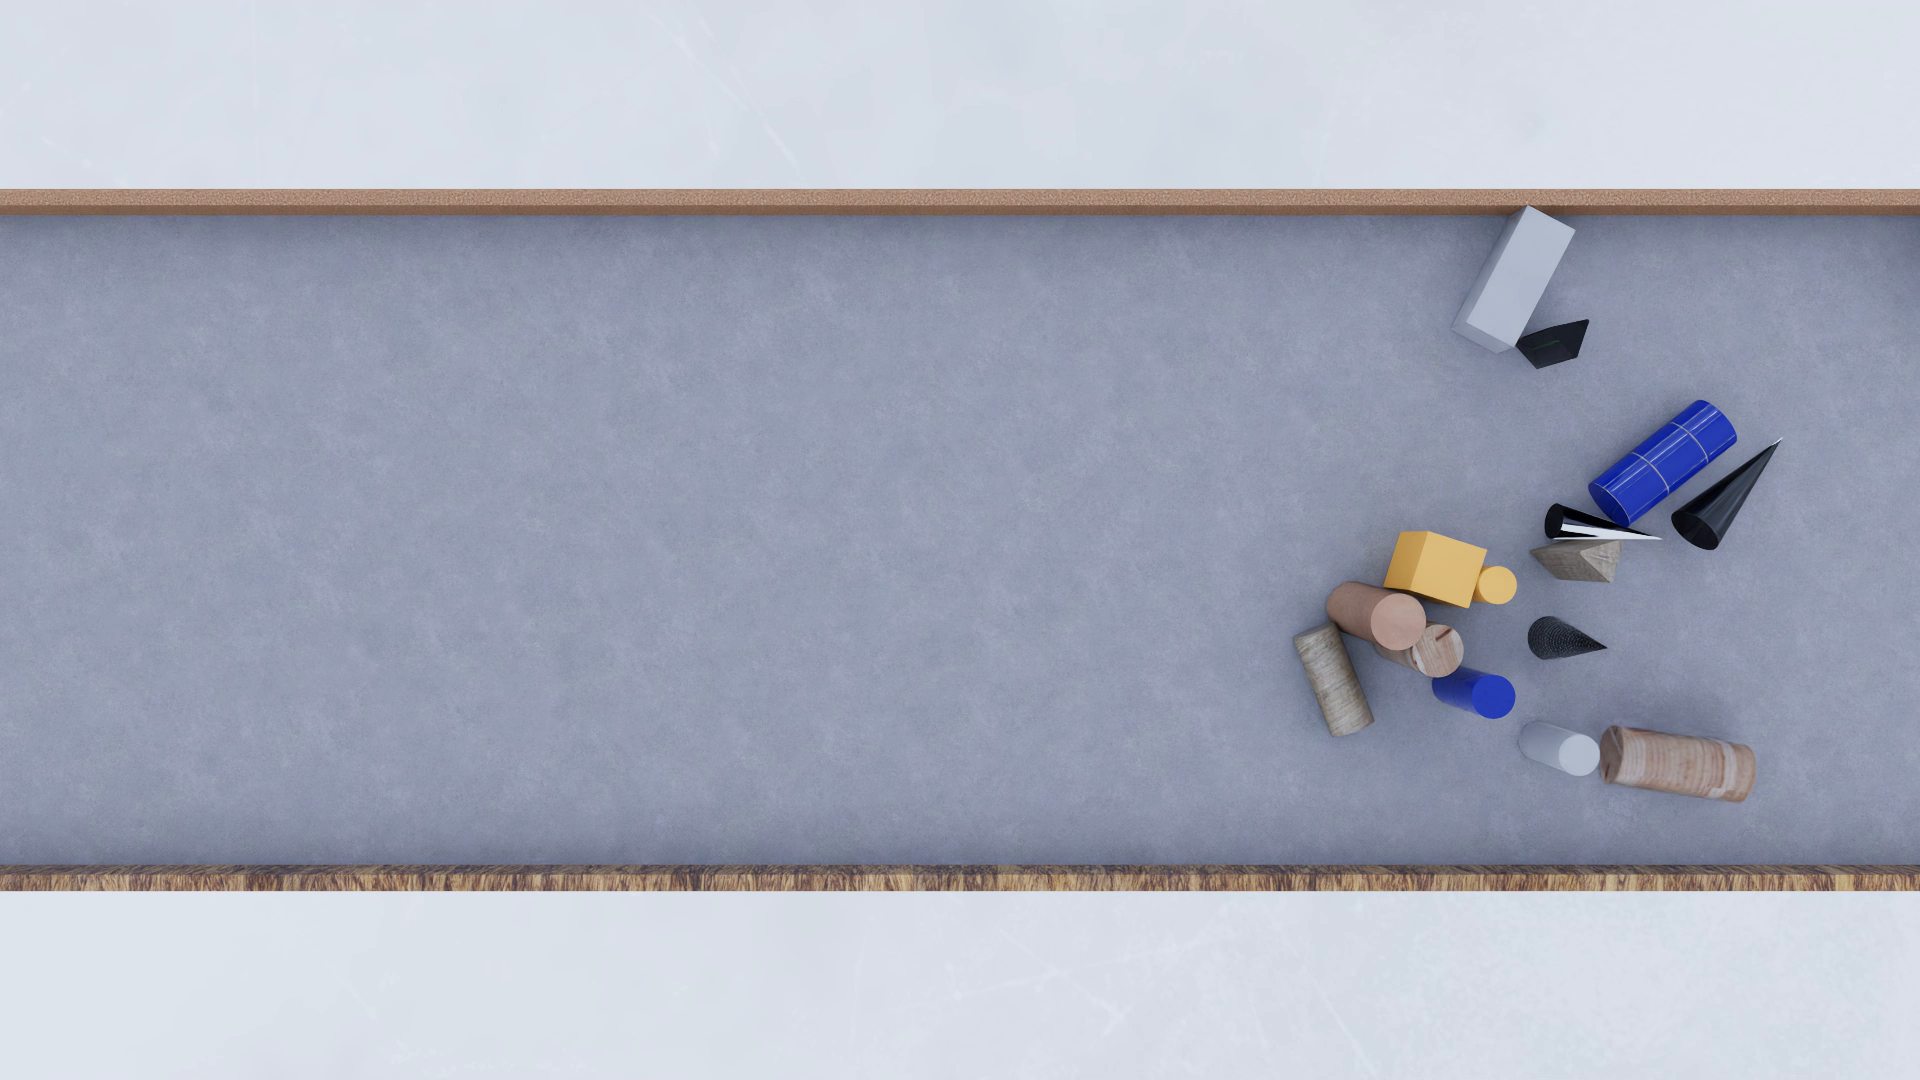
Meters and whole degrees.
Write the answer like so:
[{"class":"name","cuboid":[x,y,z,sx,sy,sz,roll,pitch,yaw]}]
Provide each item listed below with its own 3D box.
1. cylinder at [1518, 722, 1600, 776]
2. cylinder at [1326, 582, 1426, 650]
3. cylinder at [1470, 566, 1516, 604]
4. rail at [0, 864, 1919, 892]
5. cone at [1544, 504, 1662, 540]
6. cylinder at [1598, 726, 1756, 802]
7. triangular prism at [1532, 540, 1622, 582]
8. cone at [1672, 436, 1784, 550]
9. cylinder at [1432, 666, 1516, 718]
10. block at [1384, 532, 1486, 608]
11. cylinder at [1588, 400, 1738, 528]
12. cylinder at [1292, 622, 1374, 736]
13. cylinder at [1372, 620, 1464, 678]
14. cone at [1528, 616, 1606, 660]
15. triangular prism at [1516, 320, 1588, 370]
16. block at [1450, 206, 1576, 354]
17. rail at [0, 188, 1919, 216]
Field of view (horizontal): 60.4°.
[{"class":"cylinder","cuboid":[1.780,0.618,4.908,0.119,0.337,0.119,0,90,0]},{"class":"cylinder","cuboid":[1.225,0.220,4.874,0.163,0.388,0.163,0,94,-6]},{"class":"cylinder","cuboid":[1.550,0.130,4.915,0.109,0.322,0.109,0,90,0]},{"class":"rail","cuboid":[-2.247,1.025,5.001,12.000,0.150,0.050,0,90,0]},{"class":"cone","cuboid":[1.986,-0.030,5.049,0.363,0.111,0.111,9,90,-9]},{"class":"cylinder","cuboid":[2.166,0.676,4.989,0.402,0.176,0.176,8,90,0]},{"class":"triangular prism","cuboid":[1.836,0.039,4.871,0.125,0.411,0.108,44,90,0]},{"class":"cone","cuboid":[2.380,-0.173,5.037,0.431,0.161,0.161,-43,90,-11]},{"class":"cylinder","cuboid":[1.515,0.446,4.881,0.126,0.392,0.126,0,90,0]},{"class":"block","cuboid":[1.414,0.086,4.925,0.178,0.303,0.178,18,90,0]},{"class":"cylinder","cuboid":[2.124,-0.231,4.991,0.409,0.172,0.172,-38,90,0]},{"class":"cylinder","cuboid":[1.133,0.422,5.007,0.139,0.139,0.320,-22,90,0]},{"class":"cylinder","cuboid":[1.355,0.307,4.898,0.153,0.340,0.153,0,94,-5]},{"class":"cone","cuboid":[1.816,0.303,4.848,0.138,0.456,0.138,0,90,0]},{"class":"triangular prism","cuboid":[1.778,-0.602,4.919,0.101,0.315,0.116,-42,90,0]},{"class":"block","cuboid":[1.672,-0.786,4.996,0.161,0.161,0.395,28,90,0]},{"class":"rail","cuboid":[-2.247,-1.025,5.002,12.000,0.150,0.050,0,90,0]}]
